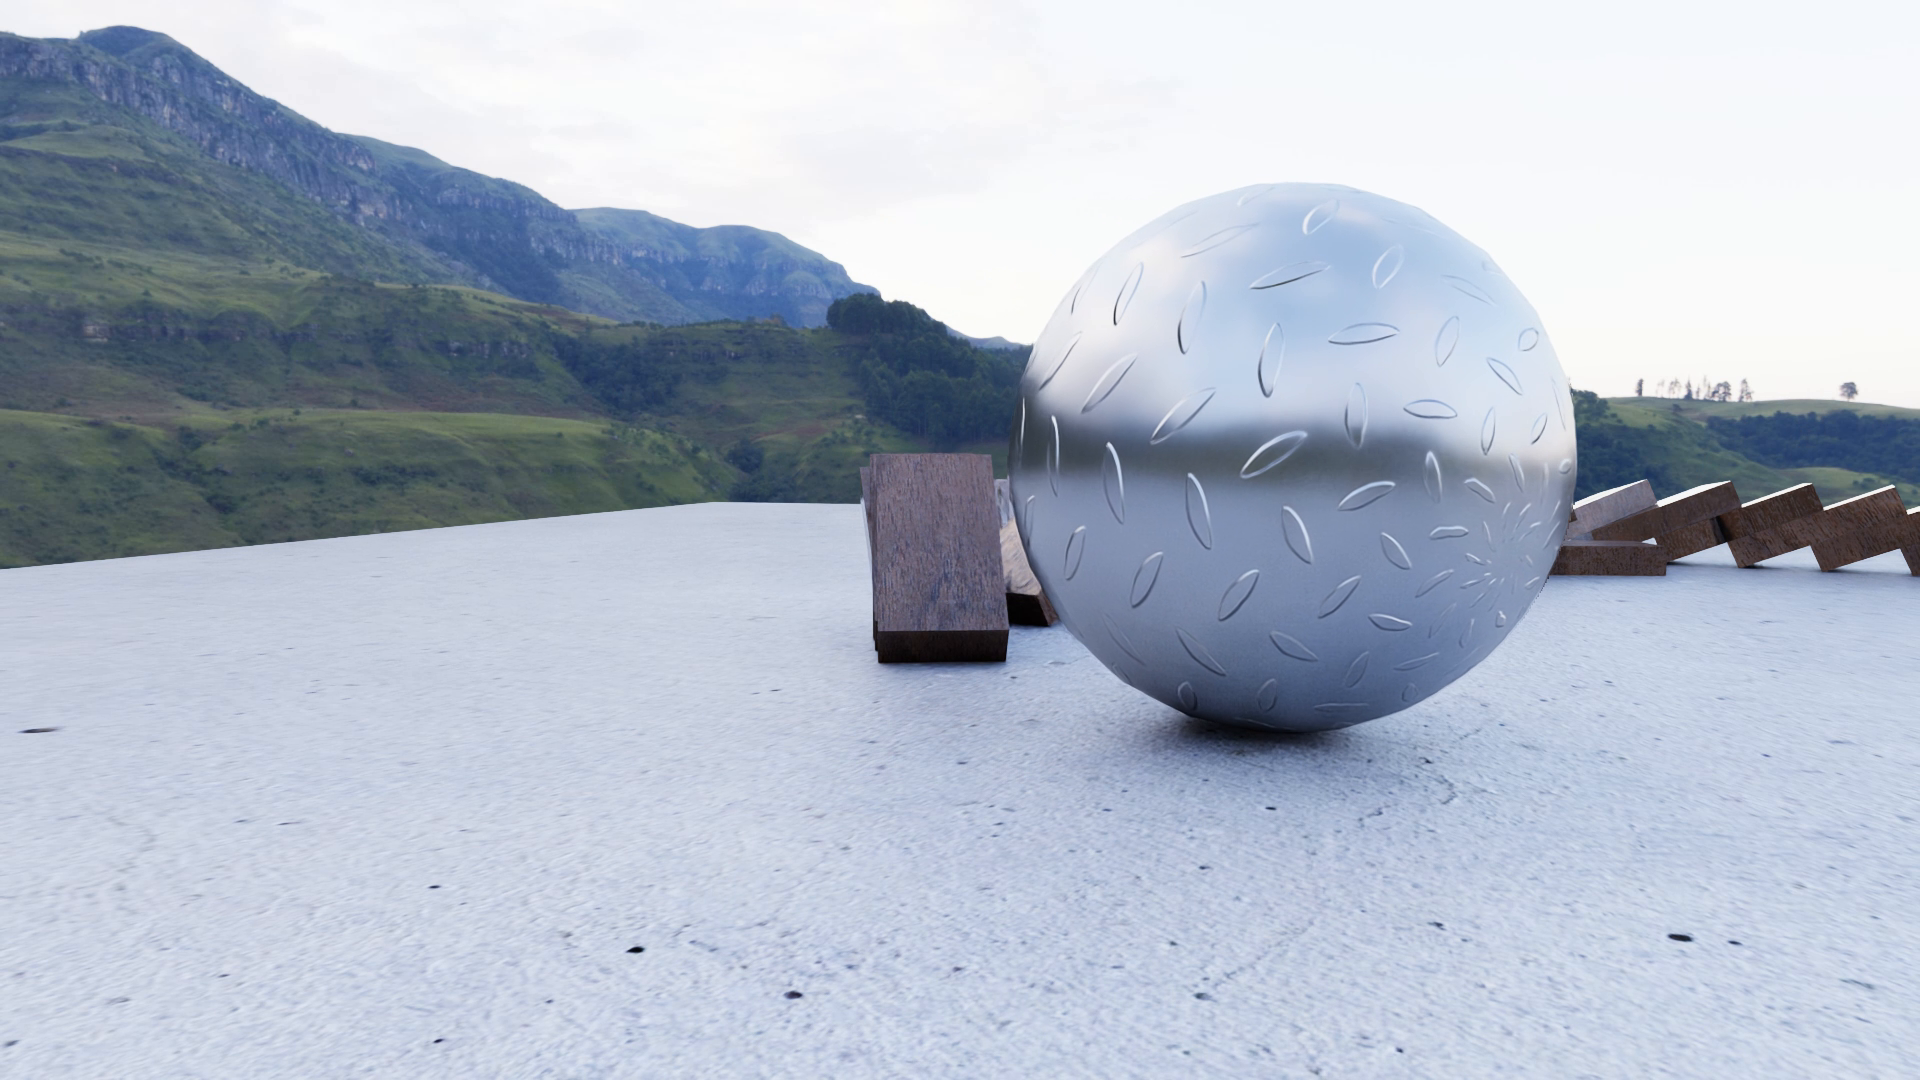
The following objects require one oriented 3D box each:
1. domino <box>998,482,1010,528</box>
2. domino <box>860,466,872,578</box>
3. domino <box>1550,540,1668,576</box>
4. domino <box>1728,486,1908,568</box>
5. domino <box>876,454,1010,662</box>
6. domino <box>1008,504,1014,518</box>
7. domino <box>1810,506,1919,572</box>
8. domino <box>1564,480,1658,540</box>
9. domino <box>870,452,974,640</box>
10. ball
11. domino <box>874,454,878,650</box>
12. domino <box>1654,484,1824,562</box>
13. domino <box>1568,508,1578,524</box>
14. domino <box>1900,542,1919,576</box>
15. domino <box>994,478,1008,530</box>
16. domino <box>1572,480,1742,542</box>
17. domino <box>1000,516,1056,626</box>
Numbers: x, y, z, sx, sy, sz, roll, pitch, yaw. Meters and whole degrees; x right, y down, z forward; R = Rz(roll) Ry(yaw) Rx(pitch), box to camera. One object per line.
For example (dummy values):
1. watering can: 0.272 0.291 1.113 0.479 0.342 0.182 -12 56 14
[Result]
1. domino: 0.026 -0.001 0.380 0.025 0.010 0.050 -2 31 -5
2. domino: -0.010 0.000 0.310 0.025 0.009 0.050 -4 40 -7
3. domino: 0.204 0.006 0.428 0.050 0.009 0.025 0 4 5
4. domino: 0.291 -0.004 0.436 0.050 0.009 0.025 -25 -11 33
5. domino: -0.005 0.003 0.265 0.025 0.009 0.050 0 46 -4
6. domino: 0.029 0.000 0.357 0.025 0.010 0.050 0 31 -5
7. domino: 0.310 -0.003 0.422 0.050 0.010 0.025 -25 -11 33
8. domino: 0.227 -0.008 0.473 0.050 0.010 0.025 -19 -5 -17
9. domino: -0.008 0.000 0.293 0.025 0.010 0.050 -1 46 -4
10. ball: 0.047 -0.012 0.190 0.080 0.080 0.080 0 4 0
11. domino: -0.006 0.002 0.279 0.025 0.010 0.050 0 46 -4
12. domino: 0.272 -0.006 0.451 0.050 0.009 0.025 -24 -9 26
13. domino: 0.175 -0.003 0.424 0.050 0.010 0.025 -22 -2 20
14. domino: 0.329 -0.002 0.407 0.050 0.010 0.025 -26 -12 36
15. domino: 0.023 -0.004 0.403 0.025 0.009 0.050 -4 31 -4
16. domino: 0.251 -0.007 0.465 0.050 0.010 0.025 -21 -4 7
17. domino: 0.023 0.001 0.319 0.025 0.009 0.050 3 39 39
